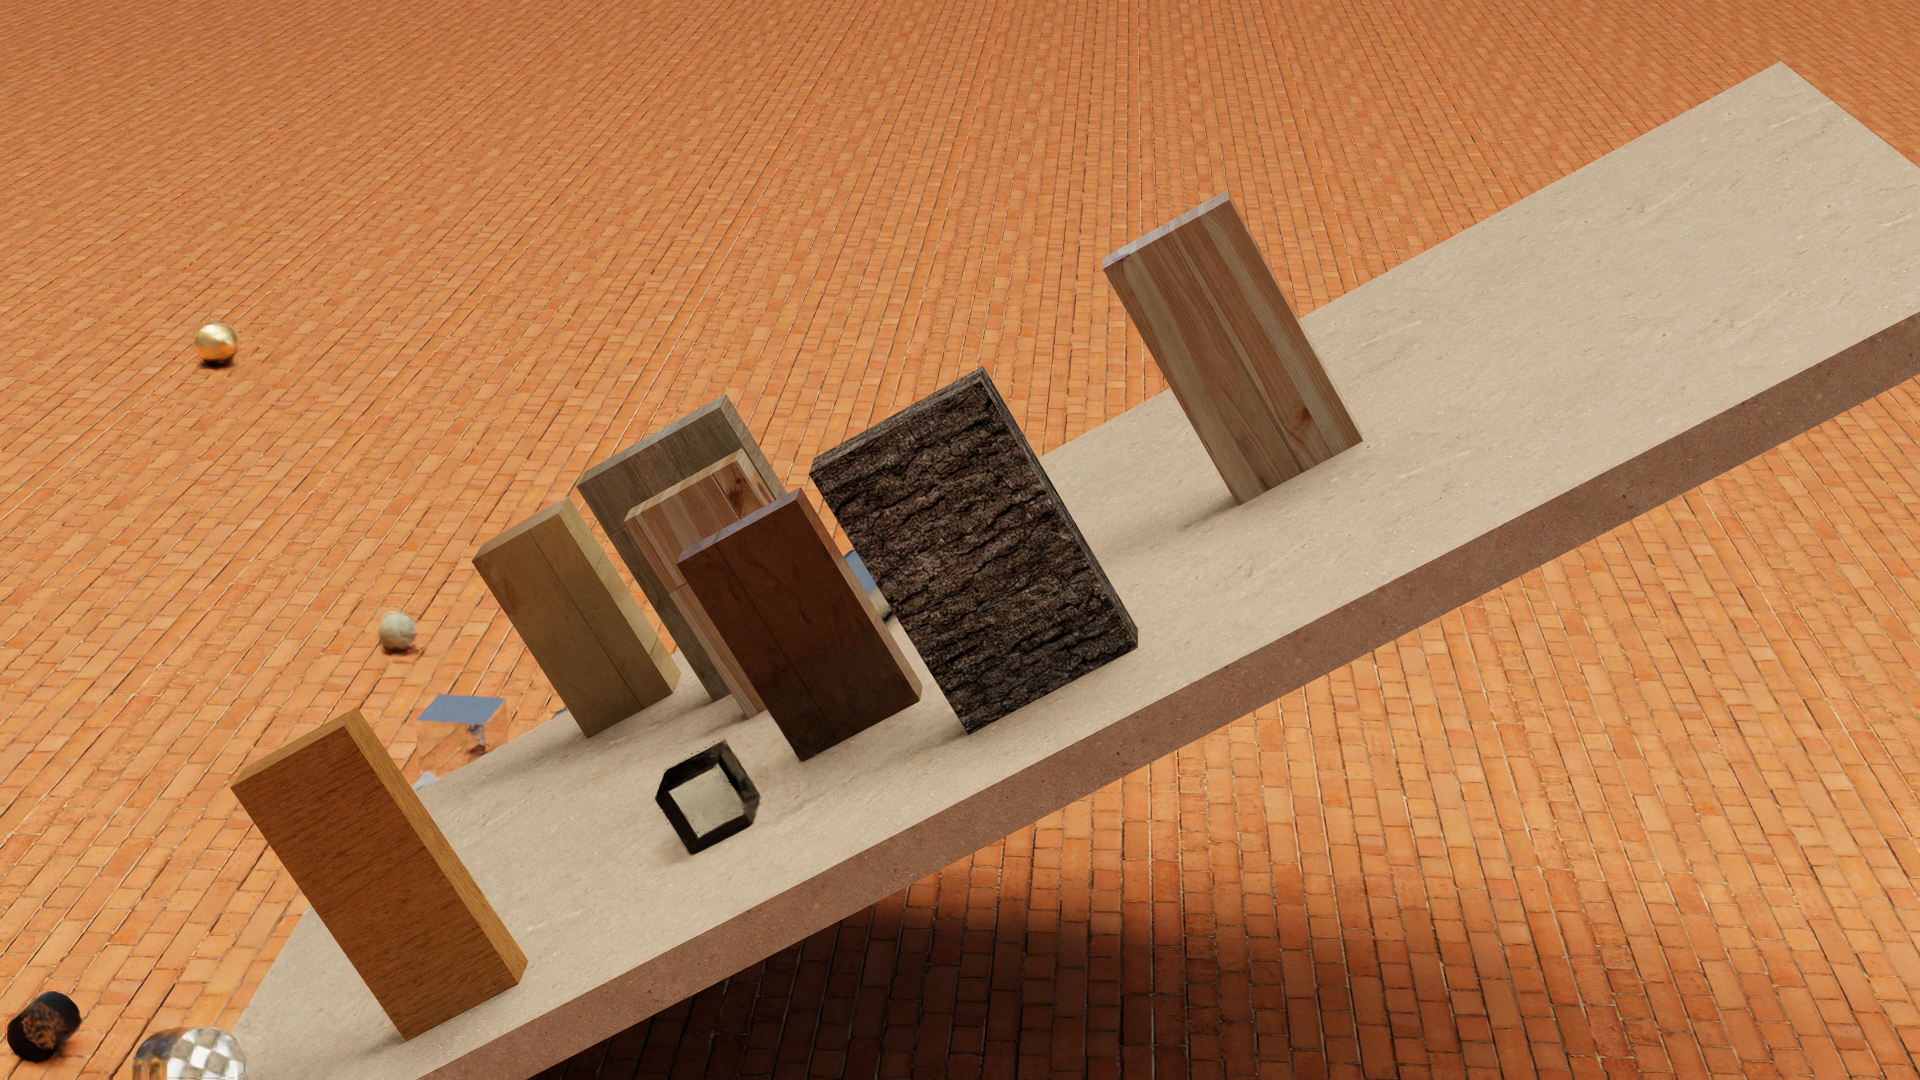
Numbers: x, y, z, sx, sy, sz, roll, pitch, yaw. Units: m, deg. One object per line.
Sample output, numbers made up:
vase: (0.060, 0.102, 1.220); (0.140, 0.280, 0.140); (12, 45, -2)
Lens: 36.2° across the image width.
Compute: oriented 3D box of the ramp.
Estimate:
ramp: (0.142, 0.168, 6.284); (4.000, 0.100, 2.000); (-28, 15, 12)

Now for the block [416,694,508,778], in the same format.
block: (-1.370, 0.557, 8.112); (0.194, 0.194, 0.194); (3, 19, 8)

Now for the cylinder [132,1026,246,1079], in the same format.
cylinder: (-1.607, 1.103, 6.126); (0.174, 0.174, 0.174); (-17, 2, -40)

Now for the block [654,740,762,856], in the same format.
block: (-0.506, 0.519, 5.925); (0.143, 0.143, 0.143); (-28, 15, 12)

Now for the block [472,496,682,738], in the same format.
block: (-0.924, 0.188, 7.112); (0.247, 0.521, 0.137); (-28, 15, 12)

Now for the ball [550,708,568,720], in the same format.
ball: (-1.069, 0.544, 8.190); (0.169, 0.169, 0.169); (0, 18, 0)

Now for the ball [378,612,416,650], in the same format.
ball: (-1.733, 0.283, 9.054); (0.117, 0.117, 0.117); (0, 18, 0)

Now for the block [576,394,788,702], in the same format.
block: (-0.552, 0.021, 6.760); (0.384, 0.600, 0.115); (-28, 15, 12)

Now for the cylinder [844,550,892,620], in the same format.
cylinder: (-0.241, 0.133, 6.634); (0.167, 0.167, 0.167); (10, 34, 27)

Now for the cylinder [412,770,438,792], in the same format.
cylinder: (-1.398, 0.687, 7.781); (0.111, 0.111, 0.111); (39, 13, -13)

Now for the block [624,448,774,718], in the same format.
block: (-0.474, 0.098, 6.494); (0.292, 0.527, 0.093); (-28, 15, 12)

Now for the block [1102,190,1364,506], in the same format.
block: (0.553, -0.386, 5.960); (0.287, 0.569, 0.099); (-28, 15, 12)

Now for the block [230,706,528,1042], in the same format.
block: (-1.132, 0.658, 5.756); (0.267, 0.621, 0.098); (-28, 15, 12)

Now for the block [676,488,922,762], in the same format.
block: (-0.324, 0.175, 6.003); (0.284, 0.493, 0.085); (-28, 15, 12)

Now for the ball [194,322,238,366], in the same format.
ball: (-3.101, -0.819, 12.263); (0.179, 0.179, 0.179); (0, 18, 0)

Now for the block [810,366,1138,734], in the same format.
block: (0.030, 0.024, 5.580); (0.371, 0.599, 0.103); (-28, 15, 12)
